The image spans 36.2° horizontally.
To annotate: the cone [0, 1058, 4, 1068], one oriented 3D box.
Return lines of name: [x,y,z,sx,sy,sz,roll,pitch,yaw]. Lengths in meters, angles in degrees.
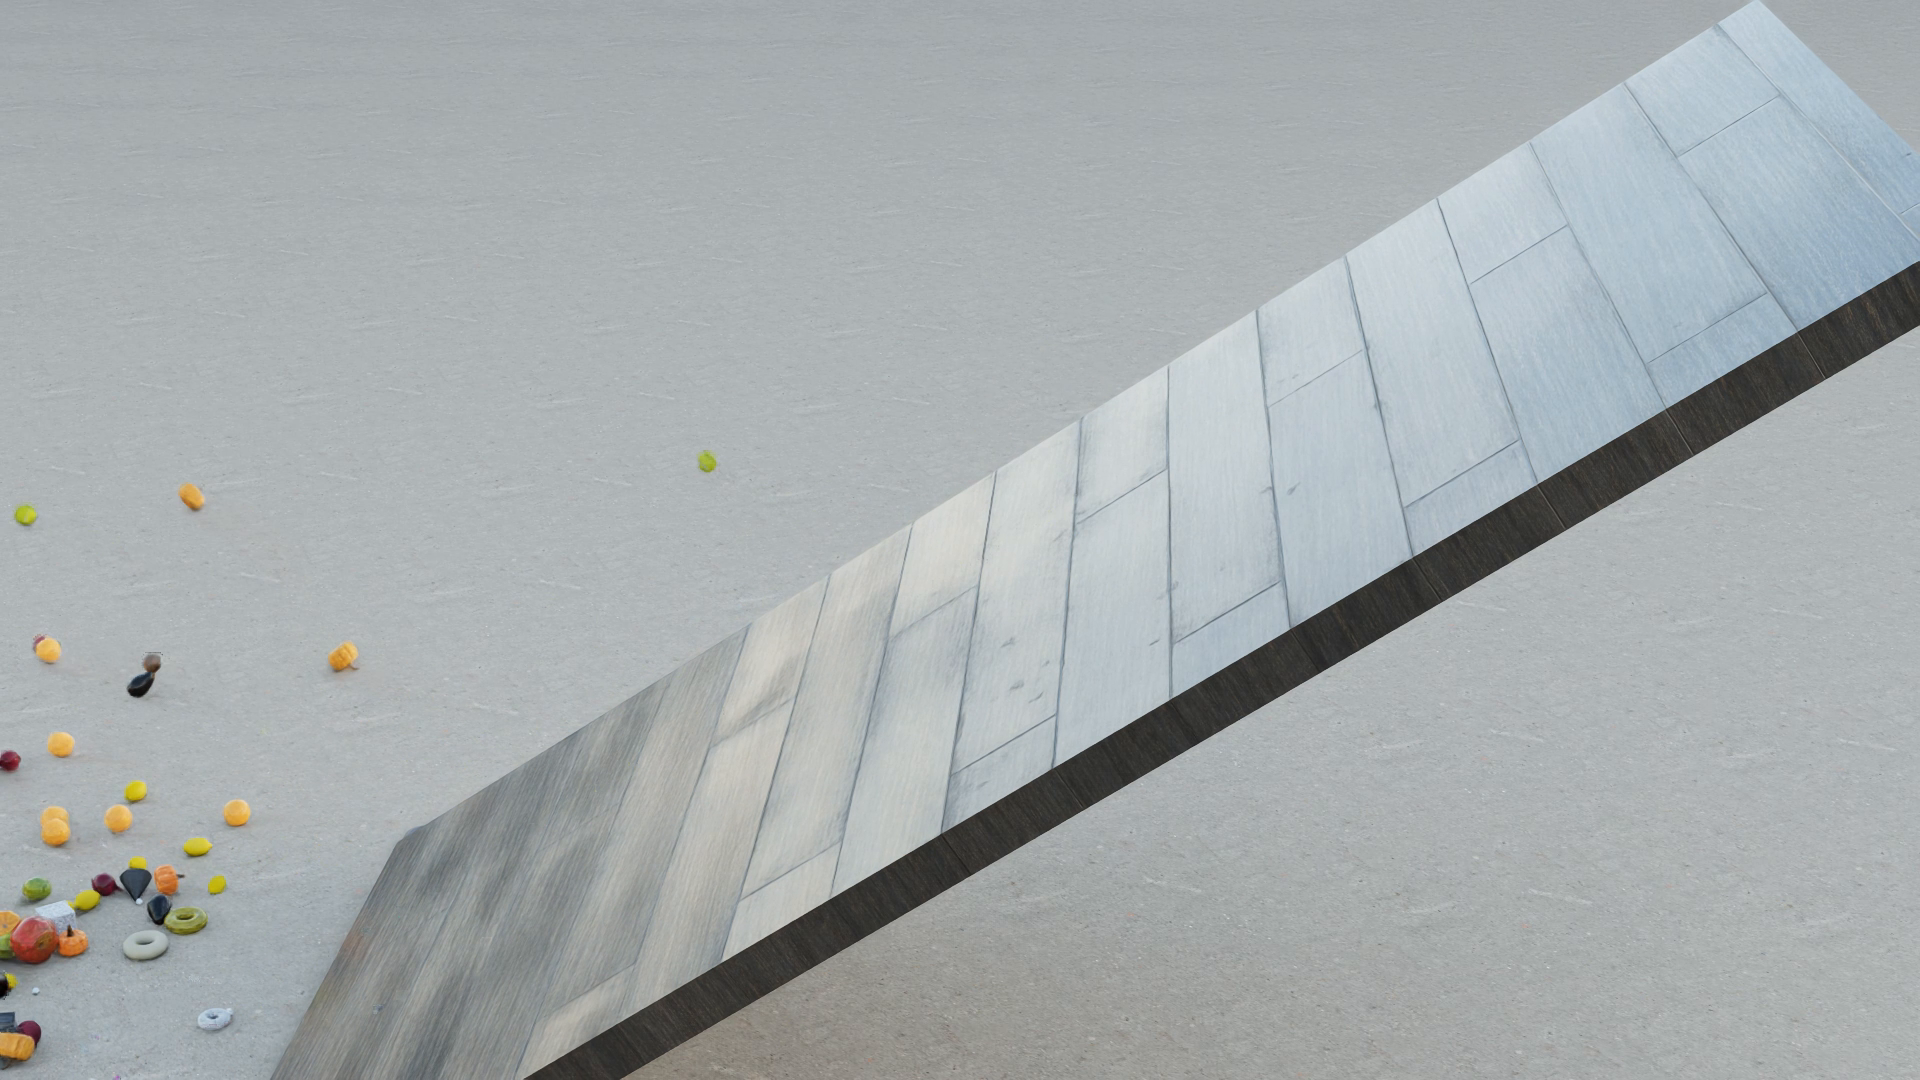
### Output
cone: [-2.262,1.182,6.813,0.083,0.083,0.083,0,21,0]

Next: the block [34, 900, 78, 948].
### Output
block: [-2.271,0.965,7.393,0.077,0.077,0.077,-14,25,-32]

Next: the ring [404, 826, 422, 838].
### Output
ring: [-1.429,0.801,7.873,0.122,0.041,0.122,1,21,0]

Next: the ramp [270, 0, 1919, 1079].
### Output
ramp: [0.138,0.172,6.301,4.000,0.100,2.000,-32,16,14]

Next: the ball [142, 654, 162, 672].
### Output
ball: [-2.464,0.375,8.967,0.058,0.058,0.058,0,21,0]

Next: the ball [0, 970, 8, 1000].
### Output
ball: [-2.338,1.075,7.092,0.085,0.085,0.085,0,21,0]

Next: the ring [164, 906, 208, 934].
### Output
ring: [-1.961,0.964,7.453,0.109,0.036,0.109,1,22,0]

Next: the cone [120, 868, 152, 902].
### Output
cone: [-2.131,0.906,7.604,0.081,0.081,0.081,-5,48,-12]

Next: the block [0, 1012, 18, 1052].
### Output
block: [-2.250,1.156,6.903,0.067,0.067,0.067,-5,21,-13]

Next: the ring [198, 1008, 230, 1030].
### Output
ring: [-1.776,1.141,7.003,0.077,0.026,0.077,-1,22,0]

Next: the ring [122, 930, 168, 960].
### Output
ring: [-2.030,1.010,7.331,0.112,0.037,0.112,-1,22,0]
